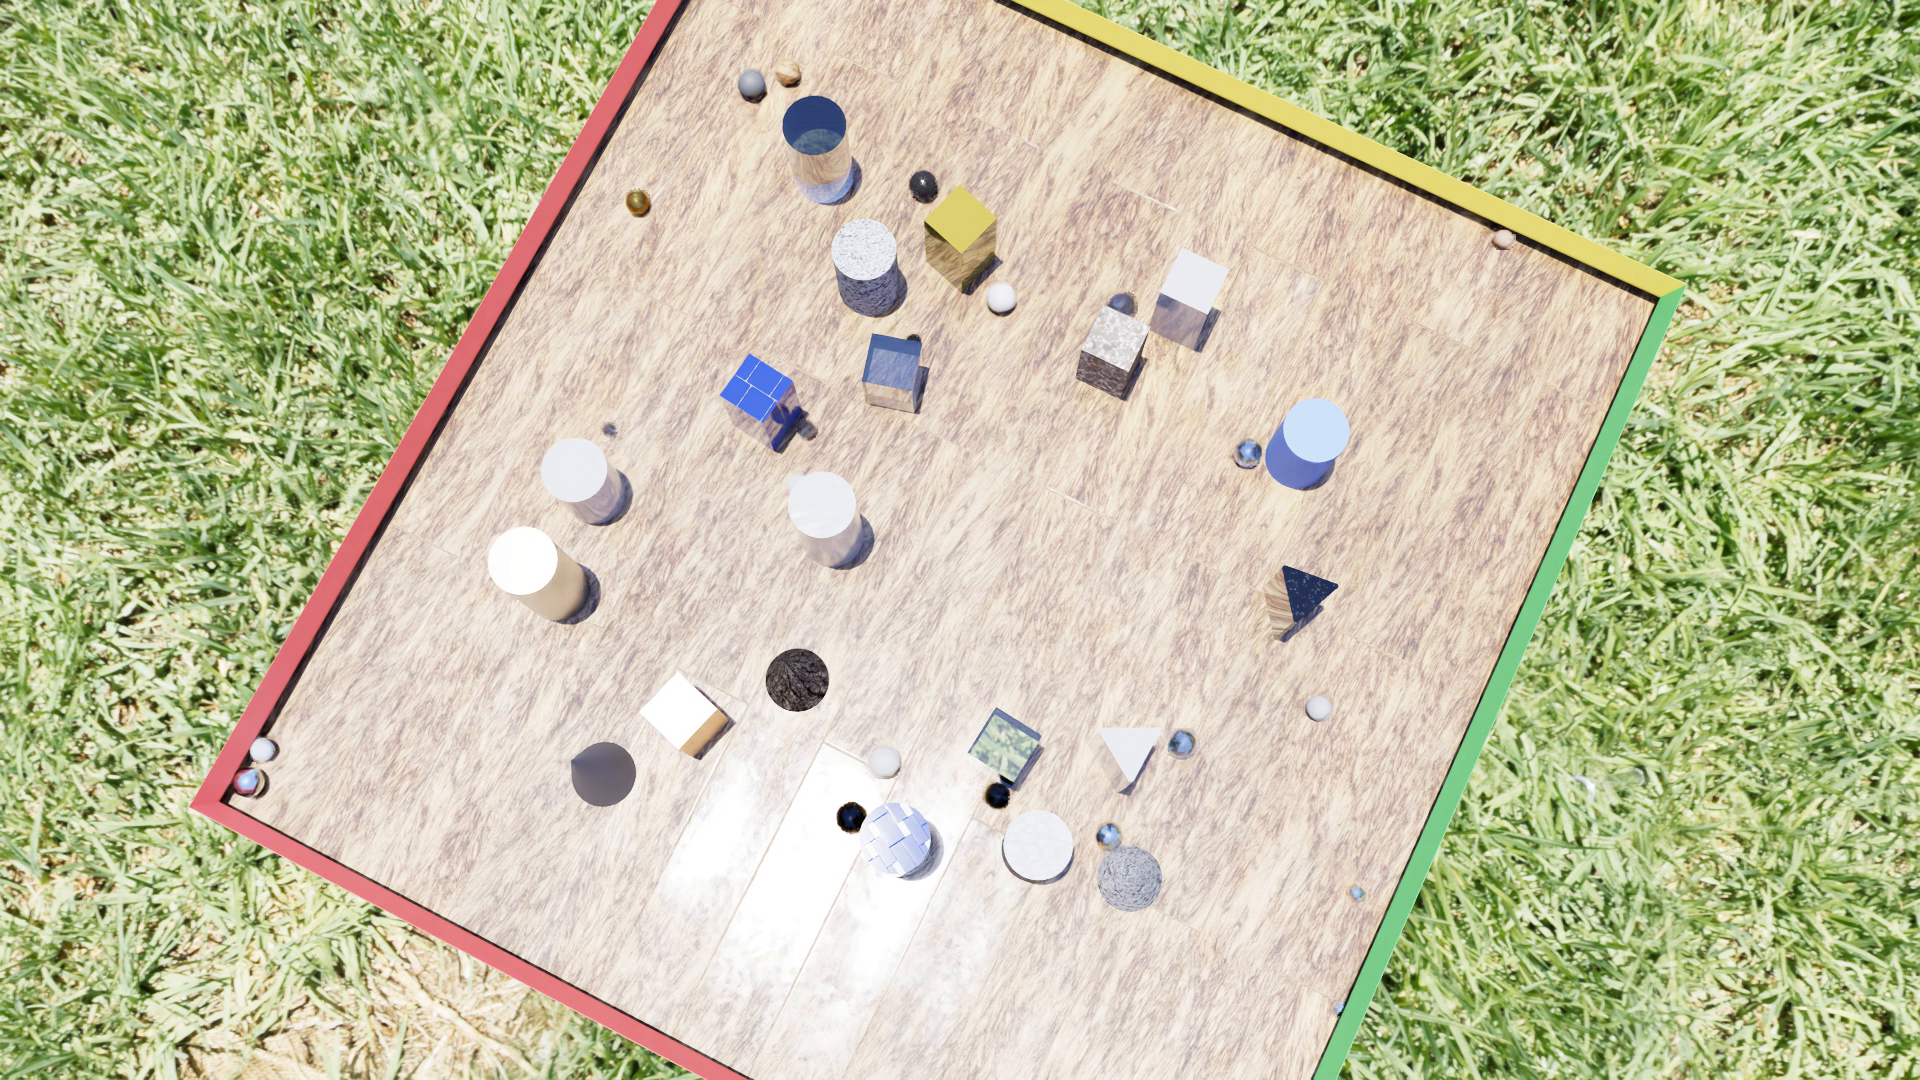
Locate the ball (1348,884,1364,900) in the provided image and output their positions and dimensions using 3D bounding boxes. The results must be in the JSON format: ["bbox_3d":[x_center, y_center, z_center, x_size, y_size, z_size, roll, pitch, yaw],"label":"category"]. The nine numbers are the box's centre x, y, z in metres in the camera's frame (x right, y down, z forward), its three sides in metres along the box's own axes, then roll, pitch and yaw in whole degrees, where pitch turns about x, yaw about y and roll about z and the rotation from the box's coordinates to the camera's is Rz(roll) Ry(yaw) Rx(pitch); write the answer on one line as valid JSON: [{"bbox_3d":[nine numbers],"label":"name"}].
[{"bbox_3d":[1.161,1.034,5.378,0.048,0.048,0.048,0,78,0],"label":"ball"}]

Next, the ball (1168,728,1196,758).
[{"bbox_3d":[0.660,0.605,5.446,0.088,0.088,0.088,0,78,0],"label":"ball"}]

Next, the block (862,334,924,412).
[{"bbox_3d":[-0.203,-0.508,5.600,0.155,0.239,0.155,11,79,2],"label":"block"}]

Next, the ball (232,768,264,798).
[{"bbox_3d":[-2.105,0.718,5.422,0.090,0.090,0.090,0,78,0],"label":"ball"}]

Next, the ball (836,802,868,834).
[{"bbox_3d":[-0.320,0.818,5.399,0.095,0.095,0.095,0,78,0],"label":"ball"}]

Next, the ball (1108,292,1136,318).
[{"bbox_3d":[0.504,-0.727,5.721,0.089,0.089,0.089,0,78,0],"label":"ball"}]

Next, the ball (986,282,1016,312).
[{"bbox_3d":[0.130,-0.758,5.726,0.092,0.092,0.092,0,78,0],"label":"ball"}]

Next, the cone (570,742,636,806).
[{"bbox_3d":[-1.063,0.651,5.238,0.193,0.478,0.193,0,78,0],"label":"cone"}]

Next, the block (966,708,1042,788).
[{"bbox_3d":[0.127,0.609,5.334,0.155,0.308,0.155,32,80,6],"label":"block"}]

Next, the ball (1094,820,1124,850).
[{"bbox_3d":[0.439,0.870,5.393,0.086,0.086,0.086,0,78,0],"label":"ball"}]

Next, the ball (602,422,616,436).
[{"bbox_3d":[-1.085,-0.341,5.665,0.043,0.043,0.043,0,78,0],"label":"ball"}]

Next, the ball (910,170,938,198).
[{"bbox_3d":[-0.116,-1.126,5.804,0.089,0.089,0.089,0,78,0],"label":"ball"}]

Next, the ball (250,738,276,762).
[{"bbox_3d":[-2.075,0.624,5.451,0.071,0.071,0.071,0,78,0],"label":"ball"}]

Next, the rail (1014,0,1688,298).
[{"bbox_3d":[0.758,-1.478,5.857,3.298,0.126,0.045,26,80,5],"label":"rail"}]

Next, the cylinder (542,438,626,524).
[{"bbox_3d":[-1.126,-0.174,5.497,0.193,0.304,0.193,0,78,0],"label":"cylinder"}]

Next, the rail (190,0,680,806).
[{"bbox_3d":[-1.454,-0.705,5.697,0.045,0.126,3.436,26,80,5],"label":"rail"}]

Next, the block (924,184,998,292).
[{"bbox_3d":[0.002,-0.920,5.627,0.155,0.352,0.155,43,81,8],"label":"block"}]

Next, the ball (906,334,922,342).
[{"bbox_3d":[-0.144,-0.616,5.717,0.052,0.052,0.052,0,78,0],"label":"ball"}]

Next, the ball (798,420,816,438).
[{"bbox_3d":[-0.474,-0.342,5.658,0.057,0.057,0.057,0,78,0],"label":"ball"}]

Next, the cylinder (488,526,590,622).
[{"bbox_3d":[-1.224,0.105,5.357,0.193,0.466,0.193,0,78,0],"label":"cylinder"}]

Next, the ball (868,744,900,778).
[{"bbox_3d":[-0.225,0.655,5.432,0.097,0.097,0.097,0,78,0],"label":"ball"}]

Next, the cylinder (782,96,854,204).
[{"bbox_3d":[-0.437,-1.205,5.675,0.193,0.375,0.193,0,78,0],"label":"cylinder"}]

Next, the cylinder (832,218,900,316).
[{"bbox_3d":[-0.286,-0.833,5.623,0.193,0.326,0.193,0,78,0],"label":"cylinder"}]

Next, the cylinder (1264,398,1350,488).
[{"bbox_3d":[1.039,-0.287,5.506,0.193,0.332,0.193,0,78,0],"label":"cylinder"}]

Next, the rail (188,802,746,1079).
[{"bbox_3d":[-0.758,1.491,5.243,3.298,0.126,0.045,26,80,5],"label":"rail"}]

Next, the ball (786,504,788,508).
[{"bbox_3d":[-0.509,-0.102,5.615,0.044,0.044,0.044,0,78,0],"label":"ball"}]

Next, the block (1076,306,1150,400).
[{"bbox_3d":[0.463,-0.569,5.583,0.155,0.297,0.155,26,79,5],"label":"block"}]

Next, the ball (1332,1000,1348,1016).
[{"bbox_3d":[1.103,1.356,5.311,0.048,0.048,0.048,0,78,0],"label":"ball"}]

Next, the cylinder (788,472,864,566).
[{"bbox_3d":[-0.391,-0.056,5.406,0.193,0.436,0.193,0,78,0],"label":"cylinder"}]

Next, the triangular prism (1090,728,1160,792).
[{"bbox_3d":[0.490,0.602,5.272,0.145,0.431,0.167,-30,80,-6],"label":"triangular prism"}]

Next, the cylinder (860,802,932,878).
[{"bbox_3d":[-0.177,0.856,5.203,0.193,0.462,0.193,0,78,0],"label":"cylinder"}]

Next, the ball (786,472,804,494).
[{"bbox_3d":[-0.499,-0.169,5.614,0.073,0.073,0.073,0,78,0],"label":"ball"}]

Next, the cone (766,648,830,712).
[{"bbox_3d":[-0.490,0.381,5.326,0.193,0.414,0.193,0,78,0],"label":"cone"}]

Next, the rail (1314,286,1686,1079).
[{"bbox_3d":[1.454,0.718,5.403,0.045,0.126,3.436,26,80,5],"label":"rail"}]

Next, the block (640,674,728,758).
[{"bbox_3d":[-0.801,0.515,5.358,0.155,0.298,0.155,42,81,8],"label":"block"}]

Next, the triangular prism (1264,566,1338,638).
[{"bbox_3d":[0.973,0.162,5.412,0.167,0.335,0.145,-39,81,-7],"label":"triangular prism"}]

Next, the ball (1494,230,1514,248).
[{"bbox_3d":[1.715,-0.950,5.783,0.059,0.059,0.059,0,78,0],"label":"ball"}]

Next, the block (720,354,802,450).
[{"bbox_3d":[-0.597,-0.411,5.533,0.155,0.331,0.155,33,80,6],"label":"block"}]

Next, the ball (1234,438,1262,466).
[{"bbox_3d":[0.884,-0.269,5.627,0.088,0.088,0.088,0,78,0],"label":"ball"}]

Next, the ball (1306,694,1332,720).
[{"bbox_3d":[1.072,0.500,5.474,0.076,0.076,0.076,0,78,0],"label":"ball"}]

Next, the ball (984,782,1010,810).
[{"bbox_3d":[0.111,0.757,5.420,0.079,0.079,0.079,0,78,0],"label":"ball"}]

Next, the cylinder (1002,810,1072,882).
[{"bbox_3d":[0.218,0.883,5.268,0.193,0.326,0.193,0,78,0],"label":"cylinder"}]

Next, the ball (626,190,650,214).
[{"bbox_3d":[-1.021,-1.068,5.800,0.074,0.074,0.074,0,78,0],"label":"ball"}]

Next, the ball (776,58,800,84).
[{"bbox_3d":[-0.552,-1.505,5.887,0.079,0.079,0.079,0,78,0],"label":"ball"}]

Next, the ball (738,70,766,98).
[{"bbox_3d":[-0.668,-1.460,5.873,0.089,0.089,0.089,0,78,0],"label":"ball"}]

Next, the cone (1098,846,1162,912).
[{"bbox_3d":[0.501,0.970,5.267,0.193,0.292,0.193,0,78,0],"label":"cone"}]

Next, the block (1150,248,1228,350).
[{"bbox_3d":[0.694,-0.730,5.588,0.155,0.352,0.155,26,79,5],"label":"block"}]
